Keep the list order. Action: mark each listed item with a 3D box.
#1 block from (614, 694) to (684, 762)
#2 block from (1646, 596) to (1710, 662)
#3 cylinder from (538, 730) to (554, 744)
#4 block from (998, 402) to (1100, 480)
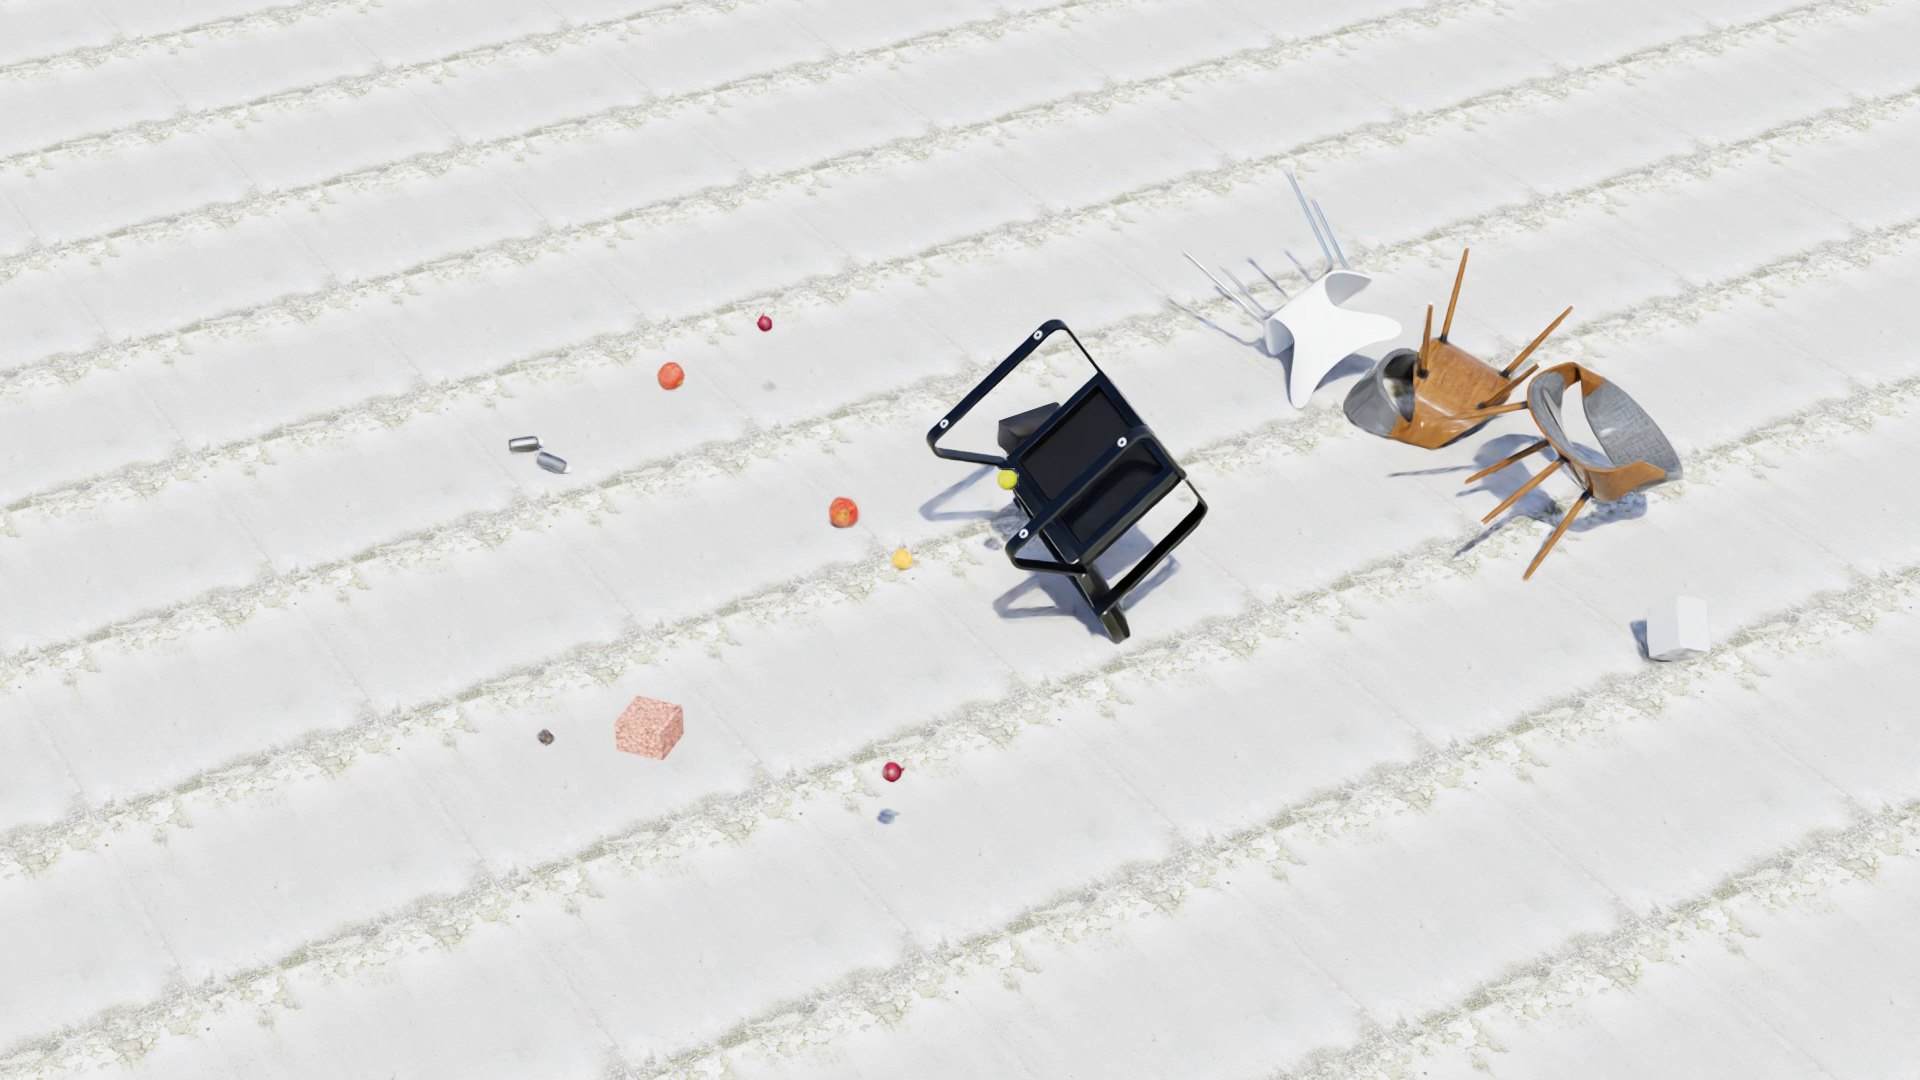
[{"bbox_3d":[-1.046,0.634,9.876,0.170,0.117,0.170,12,35,18],"label":"block"},{"bbox_3d":[2.499,0.310,10.213,0.136,0.156,0.187,9,70,-28],"label":"block"},{"bbox_3d":[-1.398,0.665,9.903,0.044,0.035,0.046,2,52,47],"label":"cylinder"},{"bbox_3d":[0.346,-0.390,11.434,0.274,0.113,0.301,-19,38,-27],"label":"block"}]
